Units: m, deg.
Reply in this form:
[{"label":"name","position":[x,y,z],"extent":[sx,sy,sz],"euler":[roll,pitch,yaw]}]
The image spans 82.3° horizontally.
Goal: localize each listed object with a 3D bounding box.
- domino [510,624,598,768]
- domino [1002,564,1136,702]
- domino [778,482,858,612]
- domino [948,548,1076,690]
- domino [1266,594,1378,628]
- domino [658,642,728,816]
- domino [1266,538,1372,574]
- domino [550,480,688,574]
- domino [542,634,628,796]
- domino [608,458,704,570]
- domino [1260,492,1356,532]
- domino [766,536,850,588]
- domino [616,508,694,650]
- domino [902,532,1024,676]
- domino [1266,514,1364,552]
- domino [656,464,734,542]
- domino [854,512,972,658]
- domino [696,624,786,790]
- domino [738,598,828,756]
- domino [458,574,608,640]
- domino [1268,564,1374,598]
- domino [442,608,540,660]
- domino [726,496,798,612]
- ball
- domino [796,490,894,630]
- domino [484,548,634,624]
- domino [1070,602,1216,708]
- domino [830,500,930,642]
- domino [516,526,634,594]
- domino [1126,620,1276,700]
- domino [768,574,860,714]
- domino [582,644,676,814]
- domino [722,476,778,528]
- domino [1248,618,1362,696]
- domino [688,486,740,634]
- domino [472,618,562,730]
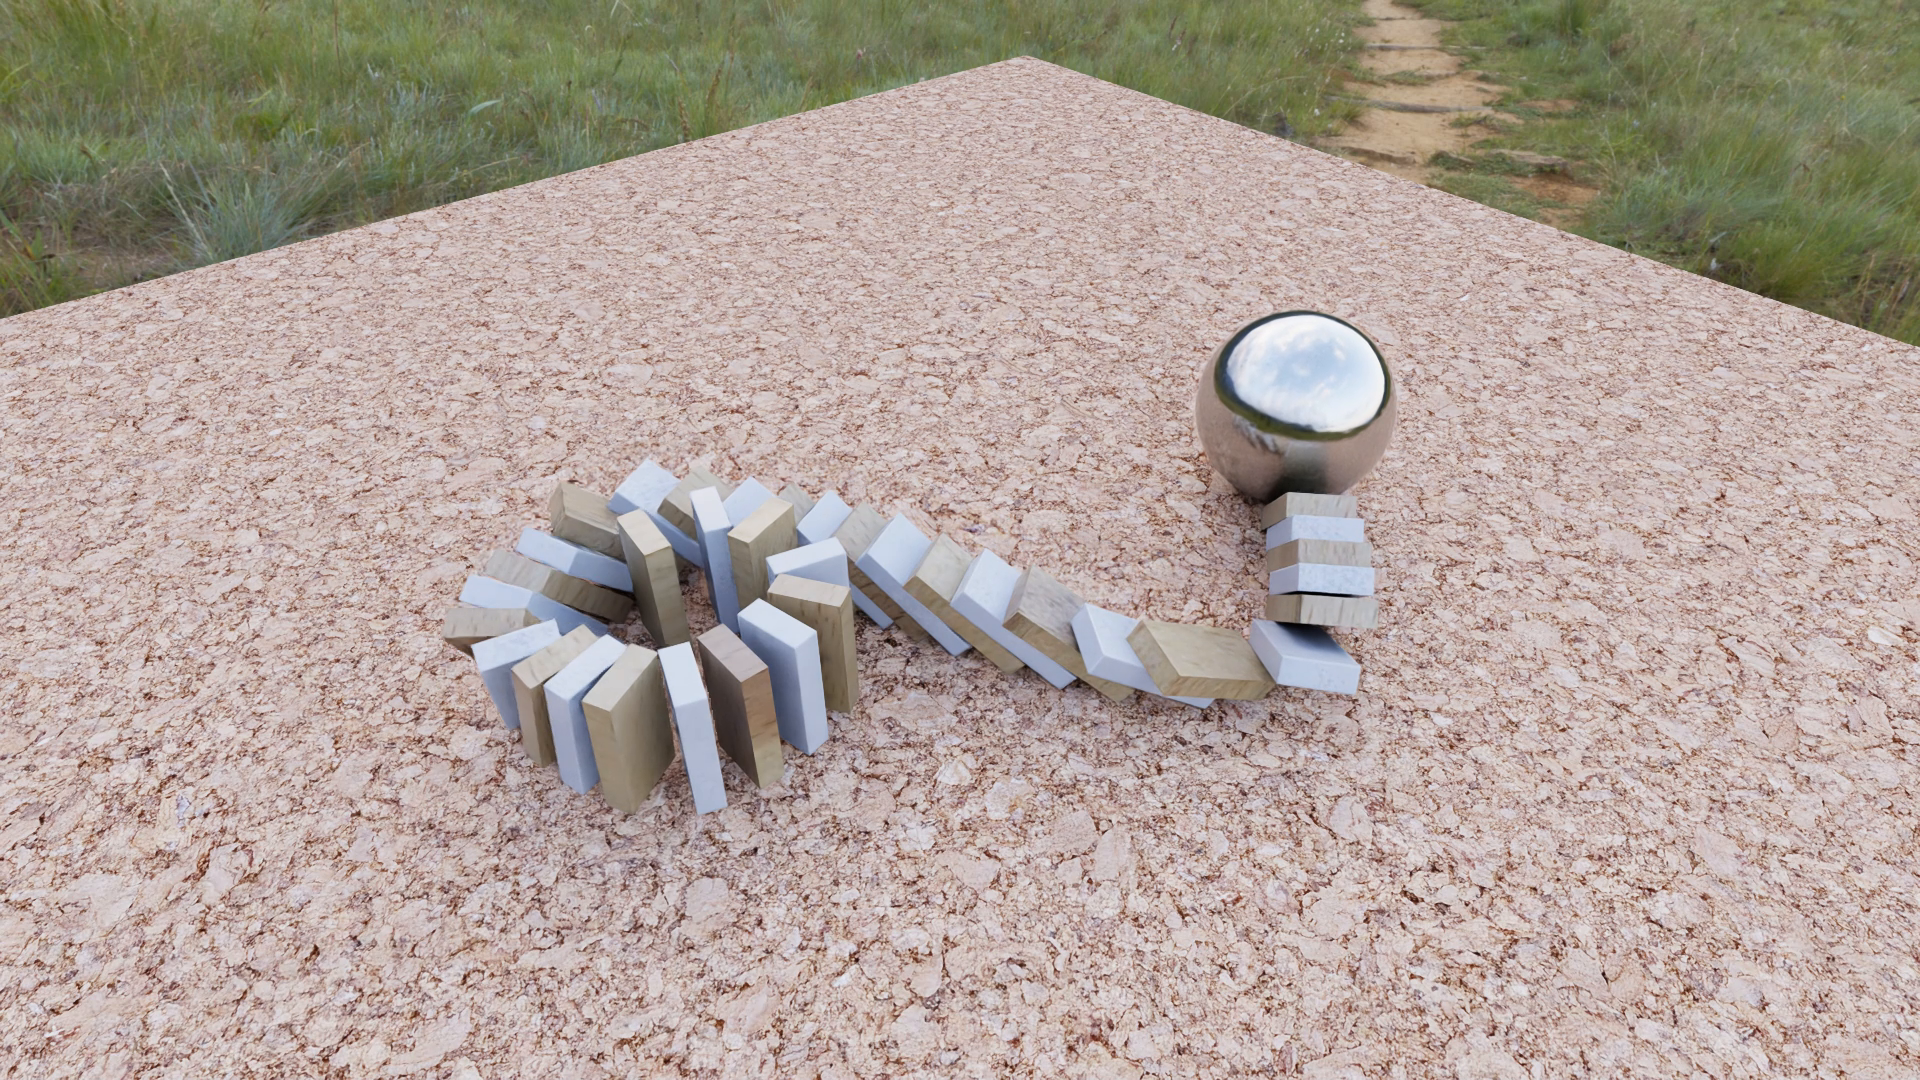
[{"label":"domino","position":[-0.127,0.050,0.350],"extent":[0.010,0.050,0.025],"euler":[40,52,18]},{"label":"domino","position":[0.040,0.033,0.383],"extent":[0.050,0.009,0.025],"euler":[34,40,-11]},{"label":"domino","position":[-0.054,0.004,0.417],"extent":[0.050,0.010,0.025],"euler":[42,45,-6]},{"label":"domino","position":[0.022,0.028,0.389],"extent":[0.050,0.010,0.025],"euler":[38,42,-9]},{"label":"domino","position":[0.126,0.025,0.388],"extent":[0.025,0.010,0.050],"euler":[4,-3,3]},{"label":"domino","position":[-0.082,0.059,0.340],"extent":[0.009,0.050,0.025],"euler":[-14,41,-18]},{"label":"domino","position":[0.132,0.007,0.409],"extent":[0.025,0.009,0.050],"euler":[4,-5,4]},{"label":"domino","position":[-0.131,-0.003,0.423],"extent":[0.050,0.009,0.025],"euler":[26,19,-35]},{"label":"domino","position":[-0.114,0.055,0.344],"extent":[0.010,0.050,0.025],"euler":[29,47,17]},{"label":"domino","position":[-0.110,-0.009,0.433],"extent":[0.050,0.010,0.025],"euler":[35,37,-8]},{"label":"domino","position":[0.135,-0.010,0.430],"extent":[0.025,0.009,0.050],"euler":[4,-5,5]},{"label":"domino","position":[-0.051,0.024,0.382],"extent":[0.025,0.050,0.009],"euler":[-17,42,-20]},{"label":"domino","position":[-0.108,0.016,0.392],"extent":[0.009,0.050,0.025],"euler":[-24,45,-27]},{"label":"domino","position":[0.006,0.023,0.394],"extent":[0.050,0.010,0.025],"euler":[40,43,-8]},{"label":"domino","position":[0.134,-0.001,0.419],"extent":[0.025,0.010,0.050],"euler":[4,-5,6]},{"label":"domino","position":[-0.090,-0.005,0.429],"extent":[0.050,0.009,0.025],"euler":[37,41,-5]},{"label":"domino","position":[-0.012,0.016,0.401],"extent":[0.050,0.010,0.025],"euler":[44,46,-9]},{"label":"domino","position":[-0.069,0.053,0.347],"extent":[0.009,0.050,0.025],"euler":[-29,48,-31]},{"label":"domino","position":[-0.057,0.045,0.357],"extent":[0.025,0.050,0.009],"euler":[26,46,28]},{"label":"domino","position":[-0.147,0.026,0.383],"extent":[0.025,0.050,0.009],"euler":[13,76,16]},{"label":"domino","position":[0.130,0.016,0.399],"extent":[0.025,0.009,0.050],"euler":[4,-5,5]},{"label":"domino","position":[-0.148,0.036,0.368],"extent":[0.025,0.050,0.009],"euler":[-1,66,2]},{"label":"domino","position":[-0.069,0.012,0.397],"extent":[0.009,0.050,0.025],"euler":[20,43,23]},{"label":"ball","position":[0.138,-0.054,0.454],"extent":[0.080,0.080,0.080],"euler":[0,39,0]},{"label":"domino","position":[-0.039,0.007,0.412],"extent":[0.050,0.010,0.025],"euler":[43,45,-8]},{"label":"domino","position":[-0.142,0.017,0.394],"extent":[0.025,0.050,0.010],"euler":[18,81,20]},{"label":"domino","position":[0.064,0.040,0.376],"extent":[0.050,0.009,0.025],"euler":[19,33,-25]},{"label":"domino","position":[-0.026,0.012,0.406],"extent":[0.050,0.009,0.025],"euler":[44,46,-9]},{"label":"domino","position":[-0.136,0.009,0.406],"extent":[0.025,0.050,0.009],"euler":[20,85,23]},{"label":"domino","position":[0.082,0.041,0.373],"extent":[0.050,0.010,0.025],"euler":[9,37,-37]},{"label":"domino","position":[-0.048,0.035,0.368],"extent":[0.025,0.050,0.009],"euler":[11,41,13]},{"label":"domino","position":[-0.101,0.059,0.339],"extent":[0.010,0.050,0.025],"euler":[17,42,13]},{"label":"domino","position":[-0.069,0.000,0.424],"extent":[0.050,0.010,0.025],"euler":[38,45,-3]},{"label":"domino","position":[0.117,0.039,0.376],"extent":[0.025,0.009,0.050],"euler":[8,10,3]},{"label":"domino","position":[-0.088,0.008,0.401],"extent":[0.009,0.050,0.025],"euler":[-15,42,-17]},{"label":"domino","position":[-0.140,0.044,0.357],"extent":[0.025,0.050,0.010],"euler":[-19,66,-21]}]
